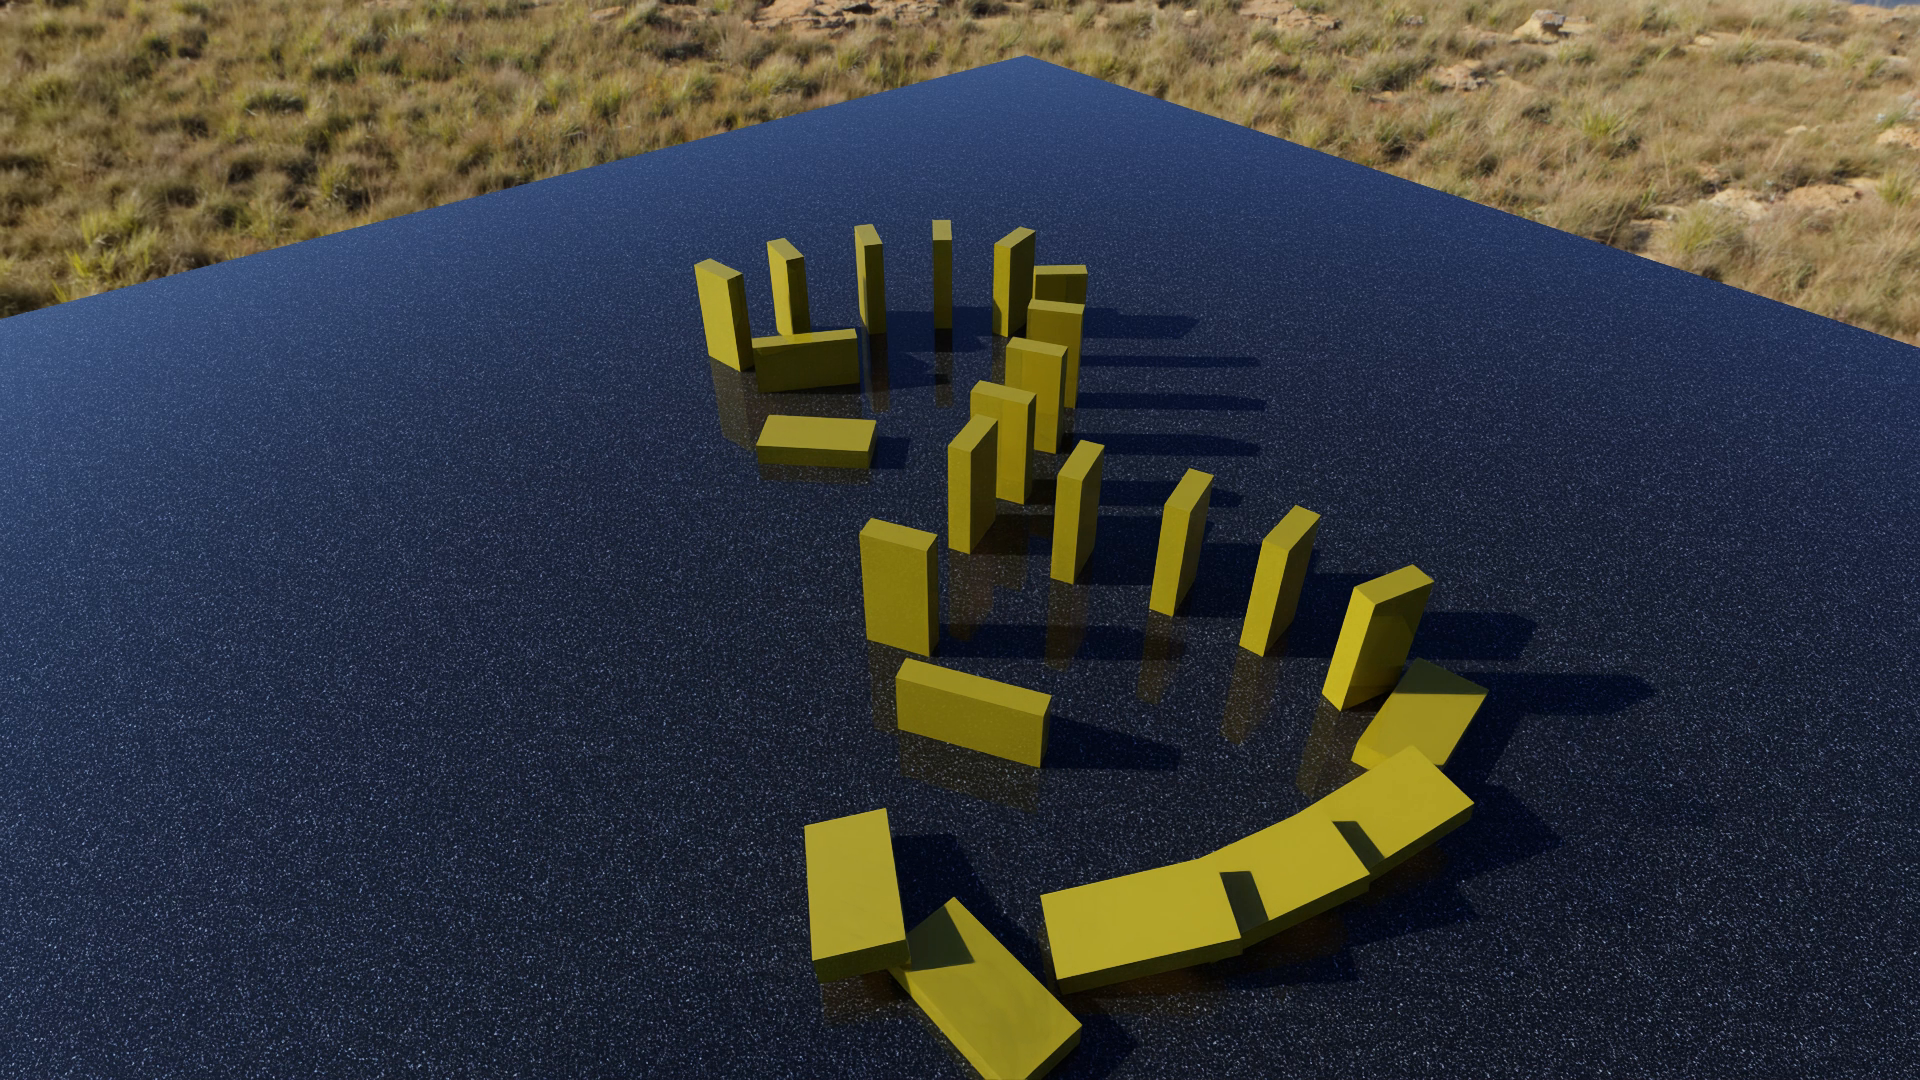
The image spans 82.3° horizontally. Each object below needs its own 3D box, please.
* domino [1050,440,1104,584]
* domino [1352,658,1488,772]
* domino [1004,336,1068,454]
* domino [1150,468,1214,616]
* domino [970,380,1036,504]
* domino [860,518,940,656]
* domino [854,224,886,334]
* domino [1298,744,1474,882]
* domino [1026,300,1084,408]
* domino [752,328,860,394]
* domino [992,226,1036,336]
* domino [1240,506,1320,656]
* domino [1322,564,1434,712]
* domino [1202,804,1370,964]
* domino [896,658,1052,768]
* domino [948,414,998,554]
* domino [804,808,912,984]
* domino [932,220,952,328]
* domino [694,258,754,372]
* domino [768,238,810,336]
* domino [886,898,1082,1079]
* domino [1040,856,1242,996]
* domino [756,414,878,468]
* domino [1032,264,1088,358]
[{"bbox_3d":[0.045,-0.010,0.424,0.009,0.050,0.025,16,42,19],"label":"domino"},{"bbox_3d":[0.154,0.062,0.368,0.025,0.010,0.050,28,47,30],"label":"domino"},{"bbox_3d":[0.033,-0.064,0.490,0.025,0.050,0.010,13,41,16],"label":"domino"},{"bbox_3d":[0.082,0.001,0.410,0.009,0.050,0.025,20,43,22],"label":"domino"},{"bbox_3d":[0.018,-0.040,0.461,0.025,0.050,0.010,16,42,18],"label":"domino"},{"bbox_3d":[-0.021,0.017,0.390,0.025,0.050,0.010,14,41,17],"label":"domino"},{"bbox_3d":[-0.047,-0.137,0.579,0.010,0.050,0.025,-10,40,-12],"label":"domino"},{"bbox_3d":[0.126,0.085,0.332,0.050,0.010,0.025,-26,45,-12],"label":"domino"},{"bbox_3d":[0.044,-0.087,0.518,0.025,0.050,0.009,8,40,10],"label":"domino"},{"bbox_3d":[-0.075,-0.088,0.538,0.050,0.025,0.009,-7,40,-9],"label":"domino"},{"bbox_3d":[0.028,-0.135,0.576,0.010,0.050,0.025,23,44,25],"label":"domino"},{"bbox_3d":[0.114,0.015,0.393,0.010,0.050,0.025,27,46,29],"label":"domino"},{"bbox_3d":[0.140,0.034,0.371,0.025,0.050,0.009,-17,42,-20],"label":"domino"},{"bbox_3d":[0.088,0.098,0.315,0.050,0.010,0.025,-22,43,-6],"label":"domino"},{"bbox_3d":[0.004,0.057,0.362,0.050,0.025,0.009,13,41,15],"label":"domino"},{"bbox_3d":[0.005,-0.022,0.438,0.009,0.050,0.025,17,42,20],"label":"domino"},{"bbox_3d":[-0.030,0.100,0.313,0.025,0.010,0.050,-11,30,-4],"label":"domino"},{"bbox_3d":[-0.009,-0.141,0.583,0.009,0.050,0.025,-1,39,-1],"label":"domino"},{"bbox_3d":[-0.117,-0.112,0.548,0.025,0.050,0.010,29,48,31],"label":"domino"},{"bbox_3d":[-0.087,-0.126,0.565,0.010,0.050,0.025,-20,43,-22],"label":"domino"},{"bbox_3d":[0.006,0.122,0.294,0.025,0.010,0.050,-29,48,-31],"label":"domino"},{"bbox_3d":[0.050,0.106,0.304,0.050,0.010,0.025,-14,42,3],"label":"domino"},{"bbox_3d":[-0.064,-0.045,0.498,0.050,0.010,0.025,3,39,4],"label":"domino"},{"bbox_3d":[0.049,-0.111,0.547,0.025,0.050,0.010,-2,39,-2],"label":"domino"}]
